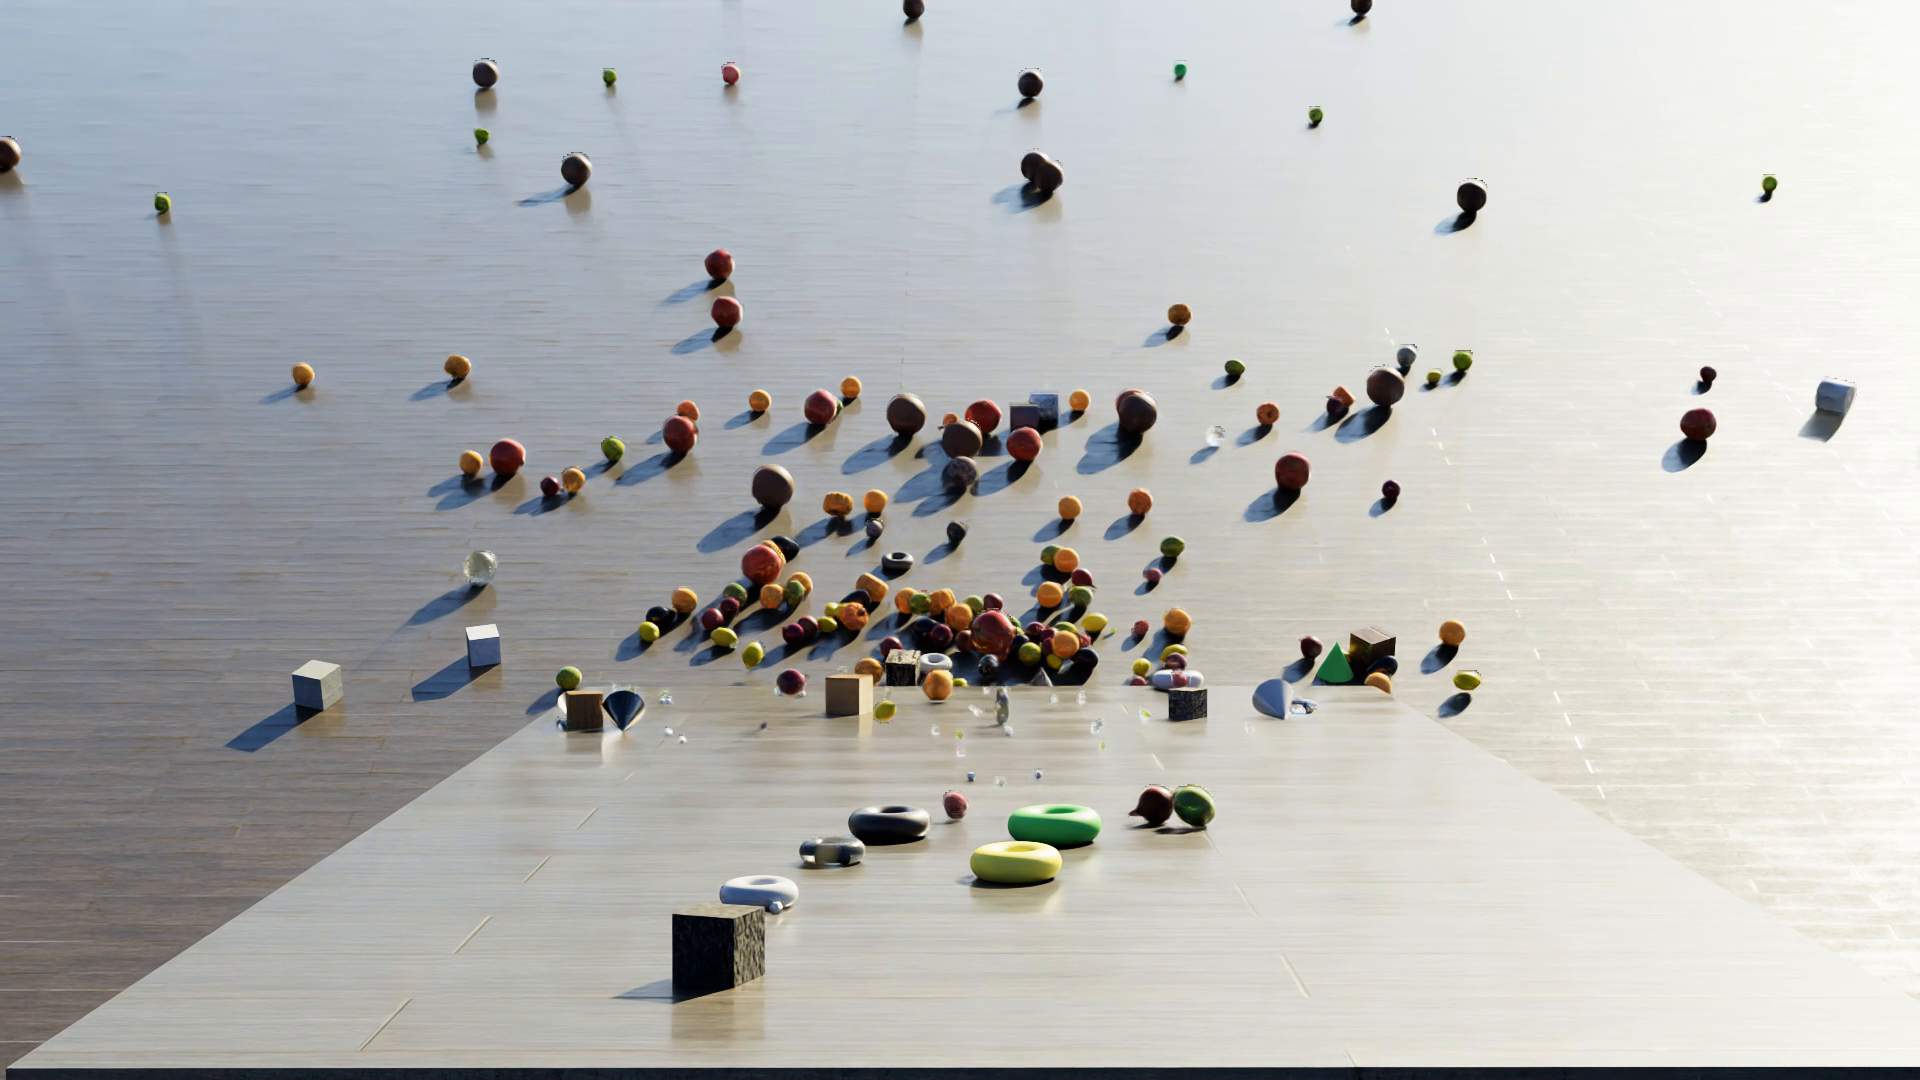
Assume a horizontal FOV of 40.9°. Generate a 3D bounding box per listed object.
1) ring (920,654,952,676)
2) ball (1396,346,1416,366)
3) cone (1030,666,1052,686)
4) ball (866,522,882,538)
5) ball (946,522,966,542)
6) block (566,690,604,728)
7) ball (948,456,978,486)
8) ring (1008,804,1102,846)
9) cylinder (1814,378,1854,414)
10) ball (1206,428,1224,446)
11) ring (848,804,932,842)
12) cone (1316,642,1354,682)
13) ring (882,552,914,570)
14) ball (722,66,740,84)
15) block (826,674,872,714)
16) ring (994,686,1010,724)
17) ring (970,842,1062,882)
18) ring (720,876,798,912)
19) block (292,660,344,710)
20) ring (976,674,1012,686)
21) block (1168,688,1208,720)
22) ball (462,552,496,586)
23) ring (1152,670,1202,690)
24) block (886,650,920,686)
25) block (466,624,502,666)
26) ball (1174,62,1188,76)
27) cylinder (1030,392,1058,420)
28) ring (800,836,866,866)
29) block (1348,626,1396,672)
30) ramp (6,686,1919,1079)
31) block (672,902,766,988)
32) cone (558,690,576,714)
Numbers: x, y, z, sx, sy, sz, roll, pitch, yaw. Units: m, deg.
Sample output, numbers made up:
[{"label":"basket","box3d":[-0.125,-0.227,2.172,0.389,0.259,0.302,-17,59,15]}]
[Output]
[{"label":"ring","box3d":[-0.069,0.330,6.826,0.096,0.032,0.096,1,23,0]},{"label":"ball","box3d":[1.554,-0.640,8.968,0.072,0.072,0.072,0,24,0]},{"label":"cone","box3d":[0.209,0.367,6.662,0.096,0.096,0.096,0,24,0]},{"label":"ball","box3d":[-0.254,-0.030,7.616,0.051,0.051,0.051,0,24,0]},{"label":"ball","box3d":[-0.011,-0.025,7.590,0.061,0.061,0.061,0,24,0]},{"label":"block","box3d":[-0.820,0.369,5.622,0.074,0.074,0.074,-1,2,-13]},{"label":"ball","box3d":[0.008,-0.212,7.973,0.094,0.094,0.094,0,24,0]},{"label":"ring","box3d":[0.147,0.442,3.999,0.147,0.049,0.147,-1,3,0]},{"label":"cylinder","box3d":[2.908,-0.477,8.564,0.098,0.098,0.098,17,29,33]},{"label":"ball","box3d":[0.819,-0.329,8.280,0.058,0.058,0.058,0,24,0]},{"label":"ring","box3d":[-0.110,0.444,4.038,0.132,0.044,0.132,-1,3,0]},{"label":"cone","box3d":[0.992,0.310,6.789,0.097,0.097,0.097,0,24,0]},{"label":"ring","box3d":[-0.181,0.060,7.437,0.093,0.031,0.093,1,24,0]},{"label":"ball","box3d":[-1.126,-2.291,12.675,0.092,0.092,0.092,0,24,0]},{"label":"block","box3d":[-0.254,0.354,5.902,0.083,0.083,0.083,1,2,19]},{"label":"ring","box3d":[0.091,0.362,5.651,0.027,0.081,0.081,1,24,-6]},{"label":"ring","box3d":[0.079,0.458,3.658,0.131,0.044,0.131,-1,3,0]},{"label":"ring","box3d":[-0.268,0.471,3.427,0.106,0.035,0.106,-1,3,0]},{"label":"block","box3d":[-1.660,0.374,6.656,0.088,0.088,0.088,9,26,20]},{"label":"ring","box3d":[0.087,0.377,6.717,0.095,0.032,0.095,-2,23,1]},{"label":"block","box3d":[0.513,0.367,5.793,0.064,0.064,0.064,2,3,36]},{"label":"ball","box3d":[-1.363,0.081,7.307,0.097,0.097,0.097,0,24,0]},{"label":"ring","box3d":[0.548,0.352,6.487,0.130,0.043,0.130,-1,3,0]},{"label":"block","box3d":[-0.149,0.341,6.743,0.079,0.079,0.079,4,24,8]},{"label":"block","box3d":[-1.273,0.281,6.877,0.079,0.079,0.079,-7,25,-16]},{"label":"ball","box3d":[1.097,-2.340,12.811,0.072,0.072,0.072,0,24,0]},{"label":"cylinder","box3d":[0.277,-0.441,8.490,0.094,0.094,0.094,1,24,3]},{"label":"ring","box3d":[-0.188,0.458,3.795,0.098,0.033,0.098,-1,3,0]},{"label":"block","box3d":[1.096,0.290,6.850,0.085,0.085,0.085,-15,28,-31]},{"label":"ramp","box3d":[0.055,0.496,4.544,2.000,0.100,4.000,0,2,0]},{"label":"block","box3d":[-0.278,0.466,2.966,0.079,0.079,0.079,1,2,22]},{"label":"cone","box3d":[-0.866,0.385,5.760,0.072,0.072,0.072,-2,29,-4]}]
